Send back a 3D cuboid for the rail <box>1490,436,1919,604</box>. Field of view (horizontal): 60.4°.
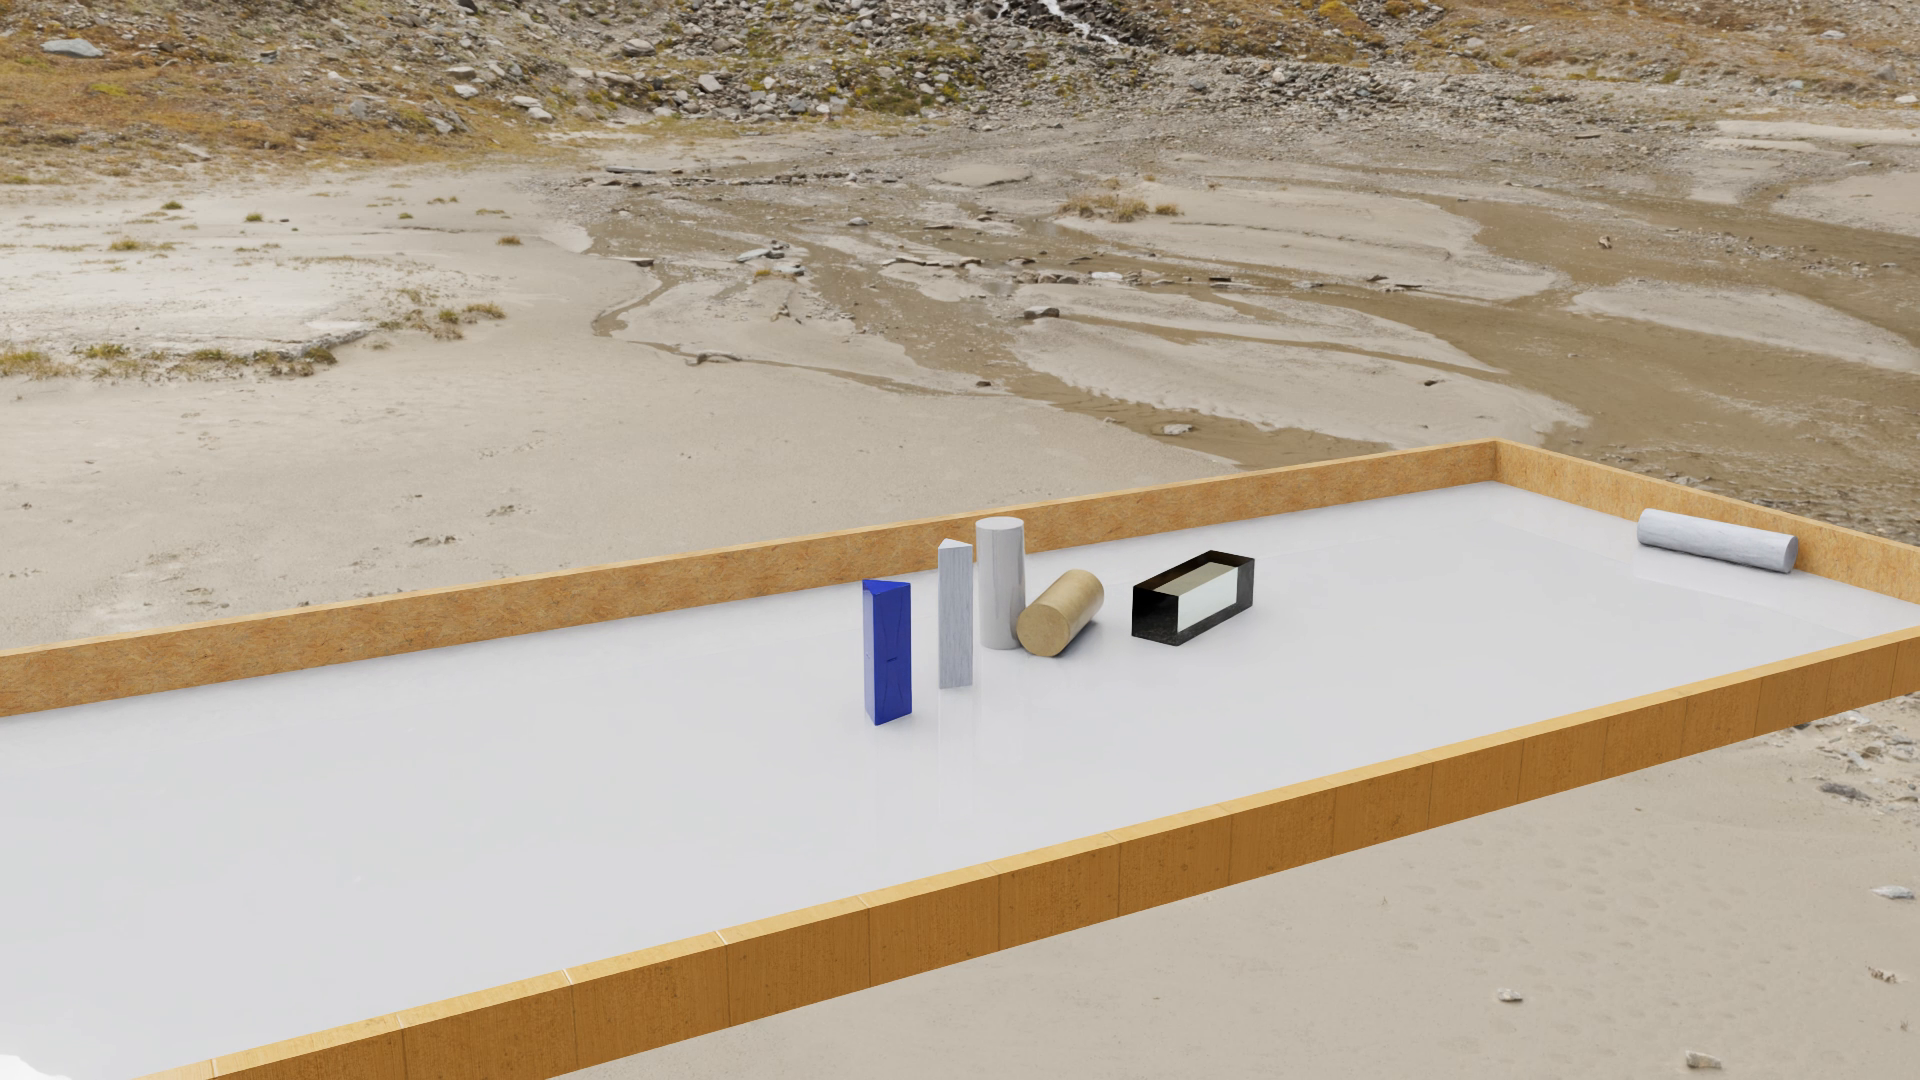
[{"bbox_3d":[2.466,-0.048,5.253,0.050,0.150,2.100,-9,18,-27],"label":"rail"}]

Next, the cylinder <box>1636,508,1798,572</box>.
[{"bbox_3d":[2.362,-0.001,5.154,0.116,0.116,0.450,-16,22,-42],"label":"cylinder"}]

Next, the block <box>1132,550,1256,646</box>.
[{"bbox_3d":[0.650,0.156,4.571,0.142,0.142,0.428,12,20,36],"label":"block"}]

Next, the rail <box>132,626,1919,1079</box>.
[{"bbox_3d":[-2.336,1.006,1.665,12.000,0.150,0.050,-9,18,-27],"label":"rail"}]

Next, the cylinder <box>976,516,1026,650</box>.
[{"bbox_3d":[0.110,0.113,4.380,0.128,0.329,0.128,-2,16,1],"label":"cylinder"}]

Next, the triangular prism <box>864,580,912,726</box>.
[{"bbox_3d":[-0.192,0.259,3.899,0.101,0.325,0.116,15,22,42],"label":"triangular prism"}]

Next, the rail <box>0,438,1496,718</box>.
[{"bbox_3d":[-3.305,0.497,3.399,12.000,0.150,0.050,-9,18,-27],"label":"rail"}]

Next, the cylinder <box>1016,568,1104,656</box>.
[{"bbox_3d":[0.274,0.193,4.443,0.144,0.144,0.328,6,17,20],"label":"cylinder"}]

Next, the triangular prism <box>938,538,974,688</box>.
[{"bbox_3d":[-0.022,0.181,4.093,0.089,0.364,0.077,-5,17,-18],"label":"triangular prism"}]
